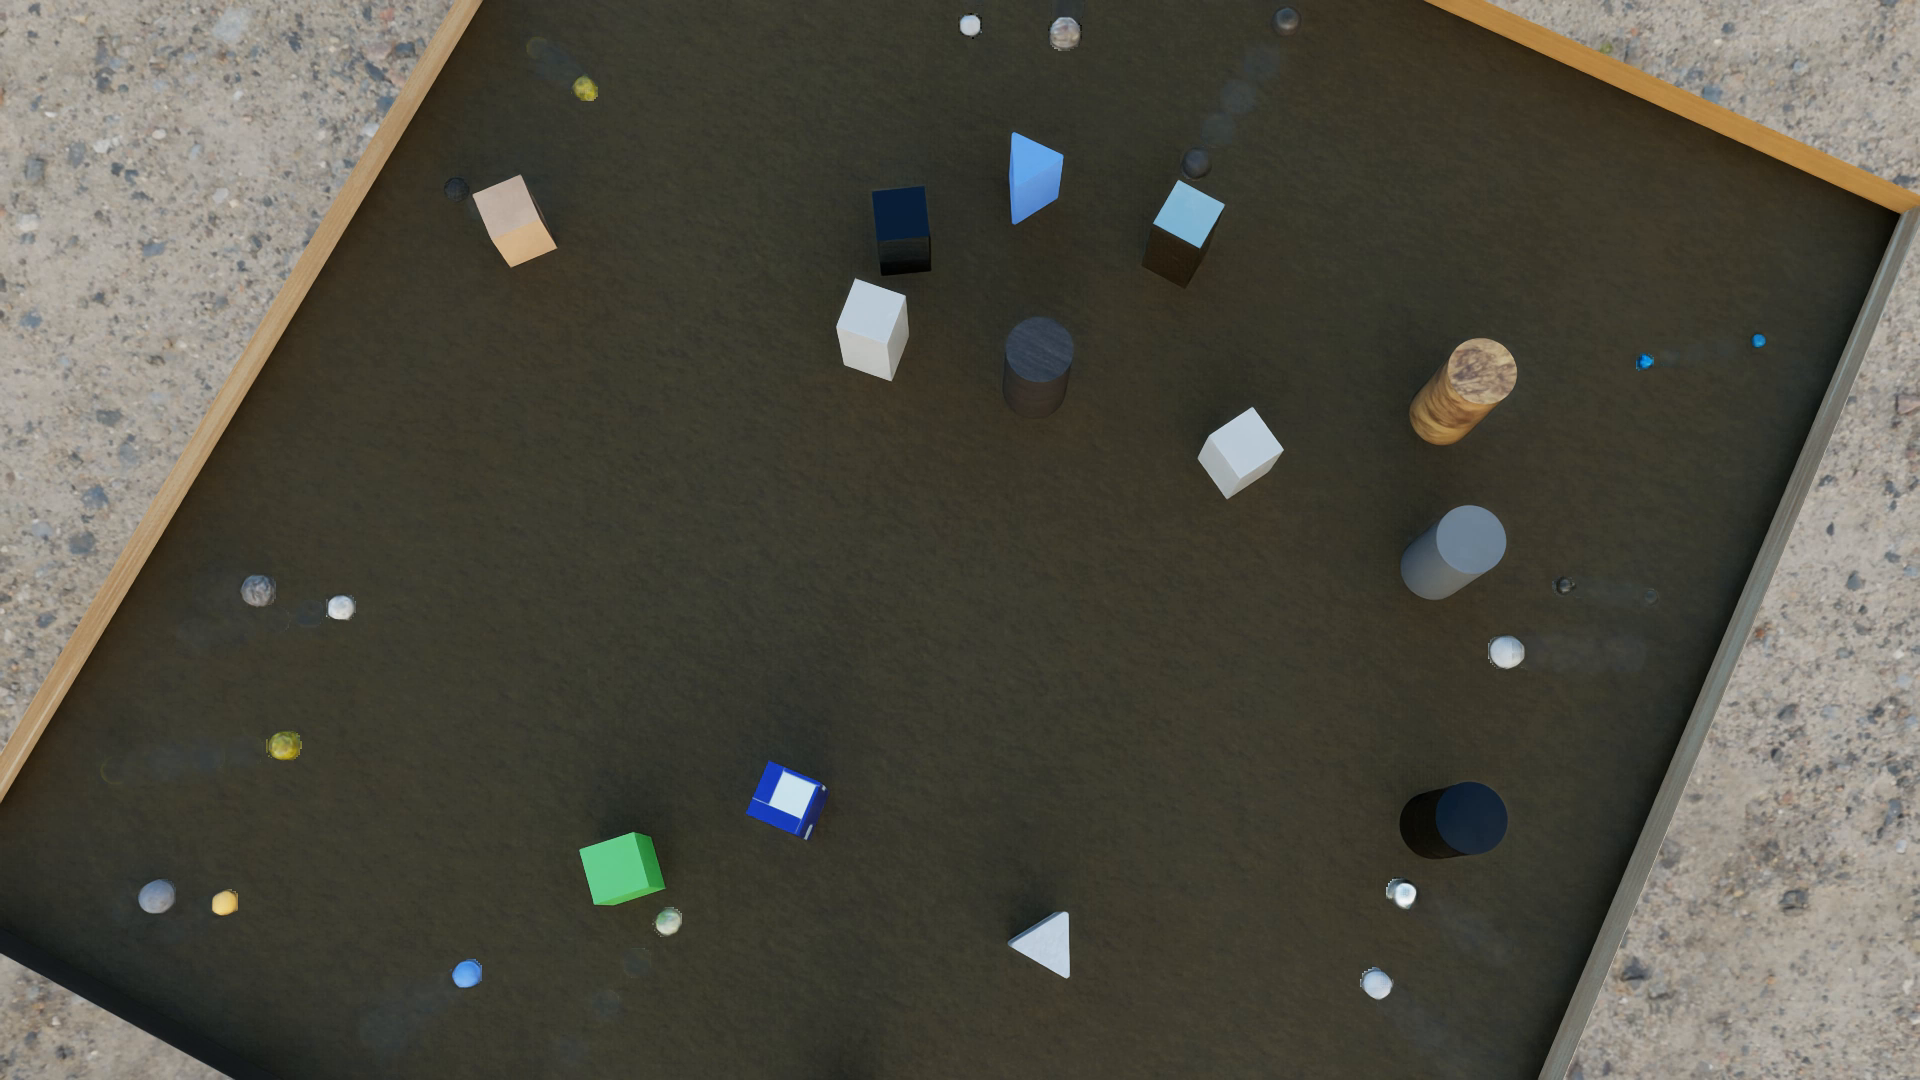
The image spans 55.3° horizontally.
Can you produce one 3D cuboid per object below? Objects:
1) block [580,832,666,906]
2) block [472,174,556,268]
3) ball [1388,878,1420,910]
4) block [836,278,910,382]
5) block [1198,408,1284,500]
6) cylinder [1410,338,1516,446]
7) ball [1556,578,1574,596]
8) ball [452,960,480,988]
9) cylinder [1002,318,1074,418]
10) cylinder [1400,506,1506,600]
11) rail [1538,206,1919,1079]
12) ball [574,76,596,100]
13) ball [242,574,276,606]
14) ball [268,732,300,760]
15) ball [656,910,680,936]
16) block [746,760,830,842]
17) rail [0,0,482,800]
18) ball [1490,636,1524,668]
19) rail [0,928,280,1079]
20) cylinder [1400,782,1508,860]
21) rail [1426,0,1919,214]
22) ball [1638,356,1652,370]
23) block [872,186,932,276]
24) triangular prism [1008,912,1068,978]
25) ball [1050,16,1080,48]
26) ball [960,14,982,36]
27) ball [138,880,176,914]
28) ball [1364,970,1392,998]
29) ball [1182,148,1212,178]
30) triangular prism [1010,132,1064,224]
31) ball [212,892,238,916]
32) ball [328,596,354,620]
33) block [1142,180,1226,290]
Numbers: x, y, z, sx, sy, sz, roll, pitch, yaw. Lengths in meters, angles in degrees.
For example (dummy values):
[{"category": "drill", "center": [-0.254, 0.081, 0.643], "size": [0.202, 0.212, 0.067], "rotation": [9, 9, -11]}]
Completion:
[{"category": "block", "center": [-0.967, 0.947, 5.269], "size": [0.158, 0.296, 0.158], "rotation": [-18, 79, -4]}, {"category": "block", "center": [-1.381, -0.989, 5.695], "size": [0.158, 0.247, 0.158], "rotation": [-24, 79, -5]}, {"category": "ball", "center": [1.298, 1.035, 5.358], "size": [0.087, 0.087, 0.087], "rotation": [0, 78, 0]}, {"category": "block", "center": [-0.261, -0.632, 5.554], "size": [0.158, 0.378, 0.158], "rotation": [19, 79, 4]}, {"category": "block", "center": [0.844, -0.259, 5.532], "size": [0.158, 0.271, 0.158], "rotation": [-33, 80, -6]}, {"category": "cylinder", "center": [1.496, -0.437, 5.472], "size": [0.198, 0.461, 0.198], "rotation": [0, 78, 0]}, {"category": "ball", "center": [1.834, 0.140, 5.560], "size": [0.053, 0.053, 0.053], "rotation": [0, 78, 0]}, {"category": "ball", "center": [-1.431, 1.260, 5.316], "size": [0.078, 0.078, 0.078], "rotation": [0, 78, 0]}, {"category": "cylinder", "center": [0.232, -0.513, 5.520], "size": [0.198, 0.397, 0.198], "rotation": [0, 78, 0]}, {"category": "cylinder", "center": [1.444, 0.042, 5.388], "size": [0.198, 0.431, 0.198], "rotation": [0, 78, 0]}, {"category": "rail", "center": [1.966, 0.970, 5.349], "size": [0.045, 0.129, 4.626], "rotation": [26, 80, 5]}, {"category": "ball", "center": [-1.203, -1.449, 5.878], "size": [0.075, 0.075, 0.075], "rotation": [0, 78, 0]}, {"category": "ball", "center": [-2.120, 0.152, 5.536], "size": [0.097, 0.097, 0.097], "rotation": [0, 78, 0]}, {"category": "ball", "center": [-2.009, 0.612, 5.446], "size": [0.087, 0.087, 0.087], "rotation": [0, 78, 0]}, {"category": "ball", "center": [-0.852, 1.116, 5.348], "size": [0.074, 0.074, 0.074], "rotation": [0, 78, 0]}, {"category": "block", "center": [-0.490, 0.754, 5.271], "size": [0.158, 0.371, 0.158], "rotation": [22, 79, 4]}, {"category": "rail", "center": [-1.966, -0.956, 5.748], "size": [0.045, 0.129, 4.626], "rotation": [26, 80, 5]}, {"category": "ball", "center": [1.642, 0.336, 5.497], "size": [0.099, 0.099, 0.099], "rotation": [0, 78, 0]}, {"category": "rail", "center": [-1.024, 2.012, 5.133], "size": [4.444, 0.129, 0.045], "rotation": [26, 80, 5]}, {"category": "cylinder", "center": [1.404, 0.805, 5.235], "size": [0.198, 0.421, 0.198], "rotation": [0, 78, 0]}, {"category": "rail", "center": [1.024, -1.998, 5.964], "size": [4.444, 0.129, 0.045], "rotation": [26, 80, 5]}, {"category": "ball", "center": [2.134, -0.554, 5.709], "size": [0.044, 0.044, 0.044], "rotation": [0, 78, 0]}, {"category": "block", "center": [-0.178, -0.950, 5.657], "size": [0.158, 0.307, 0.158], "rotation": [-6, 78, -1]}, {"category": "triangular prism", "center": [0.250, 1.110, 5.135], "size": [0.172, 0.494, 0.149], "rotation": [29, 80, 6]}, {"category": "ball", "center": [0.339, -1.634, 5.904], "size": [0.099, 0.099, 0.099], "rotation": [0, 78, 0]}, {"category": "ball", "center": [0.034, -1.664, 5.926], "size": [0.069, 0.069, 0.069], "rotation": [0, 78, 0]}, {"category": "ball", "center": [-2.345, 1.043, 5.351], "size": [0.098, 0.098, 0.098], "rotation": [0, 78, 0]}, {"category": "ball", "center": [1.209, 1.288, 5.309], "size": [0.081, 0.081, 0.081], "rotation": [0, 78, 0]}, {"category": "ball", "center": [0.752, -1.195, 5.814], "size": [0.097, 0.097, 0.097], "rotation": [0, 78, 0]}, {"category": "triangular prism", "center": [0.201, -1.142, 5.694], "size": [0.172, 0.312, 0.149], "rotation": [-33, 80, -6]}, {"category": "ball", "center": [-2.152, 1.063, 5.361], "size": [0.070, 0.070, 0.070], "rotation": [0, 78, 0]}, {"category": "ball", "center": [-1.871, 0.205, 5.535], "size": [0.076, 0.076, 0.076], "rotation": [0, 78, 0]}, {"category": "block", "center": [0.681, -0.933, 5.626], "size": [0.158, 0.360, 0.158], "rotation": [29, 80, 6]}]
